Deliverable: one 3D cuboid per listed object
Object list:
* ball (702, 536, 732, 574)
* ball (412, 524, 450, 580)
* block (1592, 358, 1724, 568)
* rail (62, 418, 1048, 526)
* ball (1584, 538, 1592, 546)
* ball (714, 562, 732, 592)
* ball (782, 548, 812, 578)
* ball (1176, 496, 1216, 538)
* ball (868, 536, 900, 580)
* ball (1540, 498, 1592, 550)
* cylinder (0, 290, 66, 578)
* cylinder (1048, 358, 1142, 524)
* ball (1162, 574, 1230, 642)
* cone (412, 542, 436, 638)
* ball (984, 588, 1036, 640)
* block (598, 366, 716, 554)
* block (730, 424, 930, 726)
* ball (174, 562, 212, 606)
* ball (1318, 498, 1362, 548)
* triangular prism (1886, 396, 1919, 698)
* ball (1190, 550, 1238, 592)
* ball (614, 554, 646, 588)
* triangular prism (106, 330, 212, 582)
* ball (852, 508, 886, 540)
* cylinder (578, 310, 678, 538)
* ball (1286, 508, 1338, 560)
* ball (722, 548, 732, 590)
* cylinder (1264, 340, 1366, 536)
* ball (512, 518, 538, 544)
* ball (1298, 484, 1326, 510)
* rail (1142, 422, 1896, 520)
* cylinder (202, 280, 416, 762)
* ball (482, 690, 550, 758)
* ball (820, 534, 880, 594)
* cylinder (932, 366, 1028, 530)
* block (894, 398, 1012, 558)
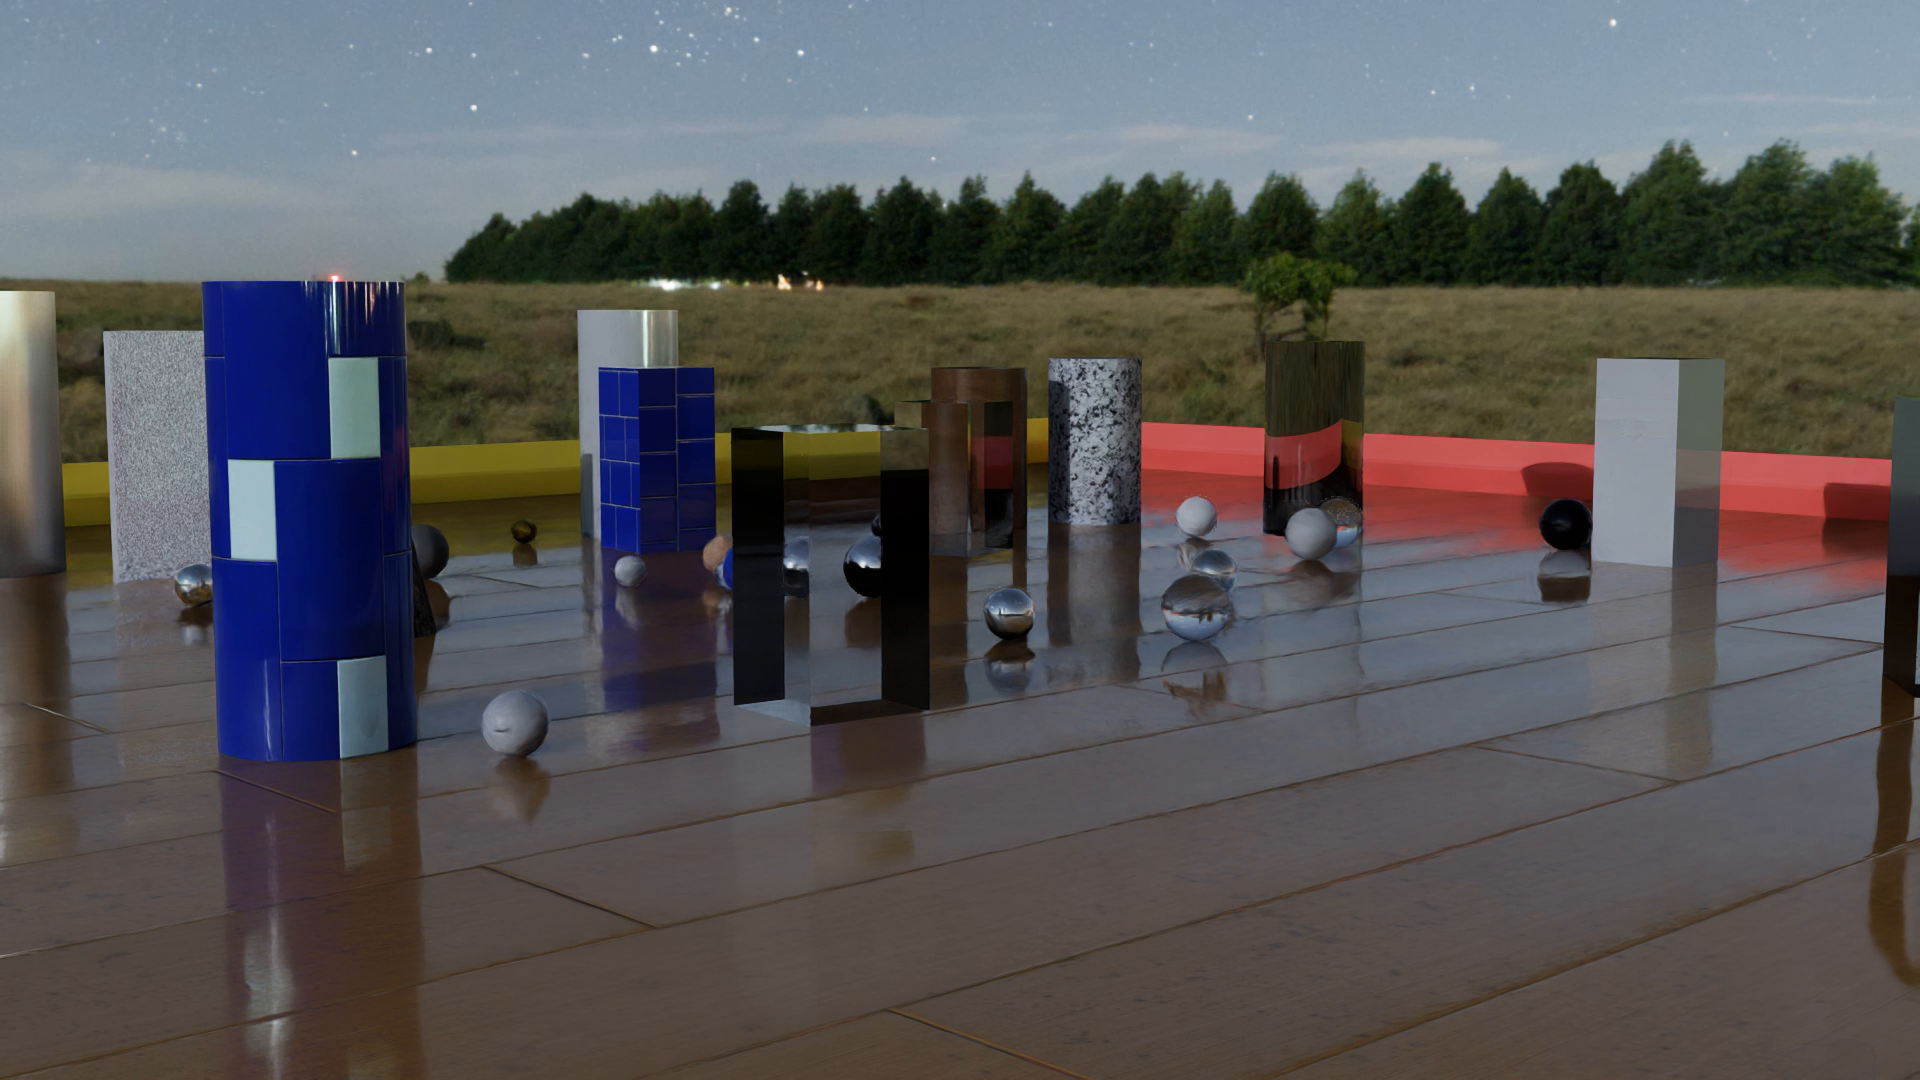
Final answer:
[{"bbox_3d":[-0.397,0.027,3.682,0.070,0.070,0.070,0,6,0],"label":"ball"},{"bbox_3d":[-0.893,0.020,3.638,0.094,0.094,0.094,0,6,0],"label":"ball"},{"bbox_3d":[1.242,-0.143,3.914,0.158,0.360,0.158,-6,8,-43],"label":"block"},{"bbox_3d":[-1.439,-0.128,4.883,4.704,0.128,0.045,-5,8,-42],"label":"rail"},{"bbox_3d":[1.185,-0.015,4.166,0.054,0.054,0.054,0,6,0],"label":"ball"},{"bbox_3d":[-0.363,0.056,3.489,0.053,0.053,0.053,0,6,0],"label":"ball"},{"bbox_3d":[-0.274,0.037,3.680,0.051,0.051,0.051,0,6,0],"label":"ball"},{"bbox_3d":[0.465,-0.045,4.328,0.080,0.080,0.080,0,6,0],"label":"ball"},{"bbox_3d":[-0.136,0.030,3.652,0.071,0.071,0.071,0,6,0],"label":"ball"},{"bbox_3d":[1.127,-0.029,4.084,0.099,0.099,0.099,0,6,0],"label":"ball"},{"bbox_3d":[-1.633,-0.182,3.732,0.198,0.476,0.198,0,6,0],"label":"cylinder"},{"bbox_3d":[0.286,-0.214,4.670,0.198,0.344,0.198,0,6,0],"label":"cylinder"},{"bbox_3d":[0.318,0.091,2.965,0.092,0.092,0.092,0,6,0],"label":"ball"},{"bbox_3d":[-0.827,-0.082,3.029,0.198,0.423,0.198,0,6,0],"label":"cone"},{"bbox_3d":[0.068,0.100,2.982,0.071,0.071,0.071,0,6,0],"label":"ball"},{"bbox_3d":[-0.568,-0.154,4.126,0.158,0.339,0.158,-4,7,-36],"label":"block"},{"bbox_3d":[-0.145,0.032,2.455,0.158,0.315,0.158,-4,7,-37],"label":"block"},{"bbox_3d":[-1.152,0.067,3.323,0.065,0.065,0.065,0,6,0],"label":"ball"},{"bbox_3d":[0.707,-0.031,4.123,0.094,0.094,0.094,0,6,0],"label":"ball"},{"bbox_3d":[1.161,0.002,2.614,0.171,0.342,0.148,-2,6,-19],"label":"triangular prism"},{"bbox_3d":[0.398,0.051,3.444,0.073,0.073,0.073,0,6,0],"label":"ball"},{"bbox_3d":[-0.531,0.050,3.546,0.053,0.053,0.053,0,6,0],"label":"ball"},{"bbox_3d":[-1.373,-0.147,3.713,0.171,0.410,0.148,-5,8,-40],"label":"triangular prism"},{"bbox_3d":[-0.177,-0.030,4.263,0.064,0.064,0.064,0,6,0],"label":"ball"},{"bbox_3d":[-0.659,-0.234,4.379,0.198,0.446,0.198,0,6,0],"label":"cylinder"},{"bbox_3d":[0.629,-0.011,3.934,0.093,0.093,0.093,0,6,0],"label":"ball"},{"bbox_3d":[-0.322,0.044,3.411,0.093,0.093,0.093,0,6,0],"label":"ball"},{"bbox_3d":[0.709,-0.205,4.404,0.198,0.383,0.198,0,6,0],"label":"cylinder"},{"bbox_3d":[-0.835,-0.017,4.213,0.048,0.048,0.048,0,6,0],"label":"ball"},{"bbox_3d":[0.780,-0.094,4.884,0.062,0.062,0.062,0,6,0],"label":"ball"},{"bbox_3d":[1.711,-0.130,4.902,0.045,0.128,4.290,-5,8,-42],"label":"rail"},{"bbox_3d":[-0.664,-0.026,2.250,0.198,0.473,0.198,0,6,0],"label":"cylinder"},{"bbox_3d":[-0.444,0.184,2.199,0.067,0.067,0.067,0,6,0],"label":"ball"},{"bbox_3d":[-0.173,0.037,3.470,0.095,0.095,0.095,0,6,0],"label":"ball"},{"bbox_3d":[0.039,-0.190,4.526,0.198,0.327,0.198,0,6,0],"label":"cylinder"},{"bbox_3d":[-0.011,-0.118,4.077,0.158,0.278,0.158,4,7,32],"label":"block"}]
